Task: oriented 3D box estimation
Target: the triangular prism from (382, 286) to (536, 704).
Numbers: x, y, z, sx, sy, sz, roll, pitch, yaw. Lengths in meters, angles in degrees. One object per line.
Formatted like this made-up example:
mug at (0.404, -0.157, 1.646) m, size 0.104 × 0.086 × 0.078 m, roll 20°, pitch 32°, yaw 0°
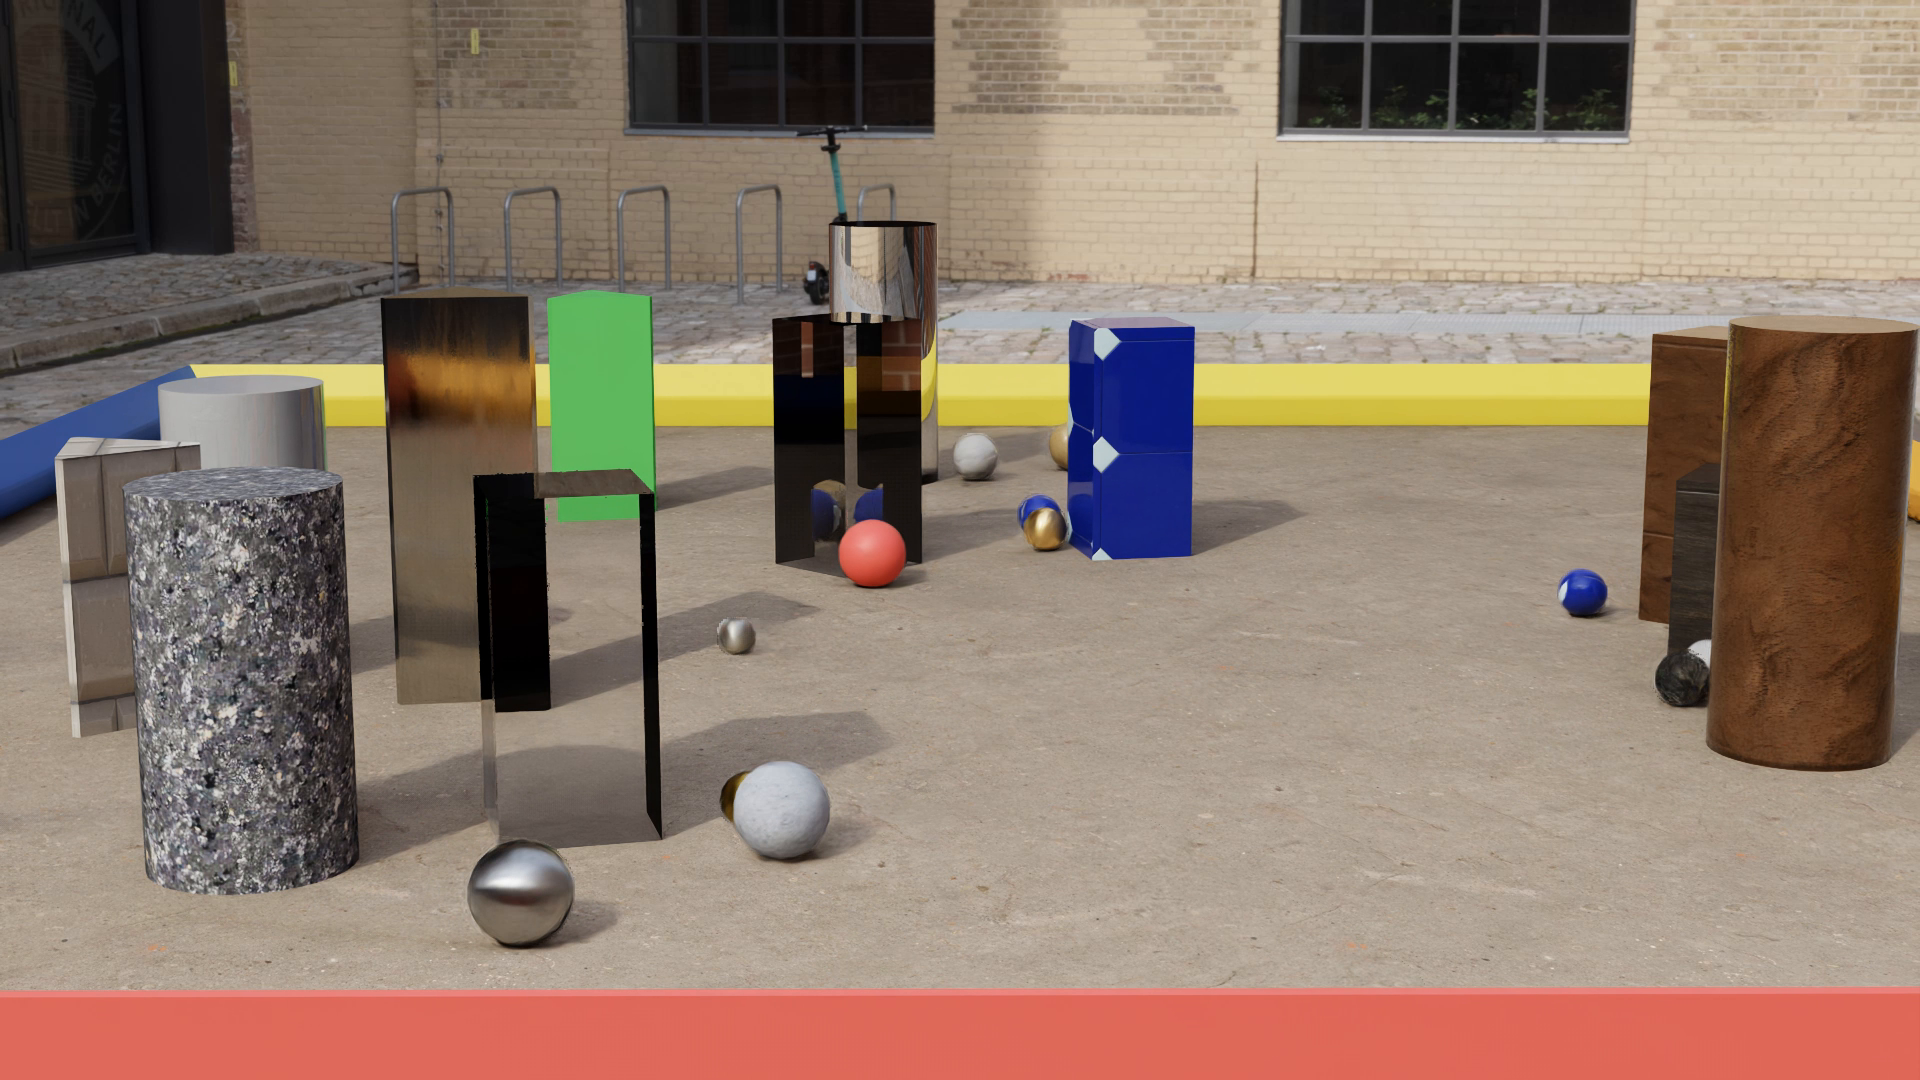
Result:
triangular prism at (-0.576, -0.056, 2.989) m, size 0.165 × 0.467 × 0.143 m, roll -2°, pitch 11°, yaw -9°

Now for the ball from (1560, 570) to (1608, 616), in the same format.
ball at (0.829, 0.070, 3.413) m, size 0.063 × 0.063 × 0.063 m, roll 0°, pitch 11°, yaw 0°

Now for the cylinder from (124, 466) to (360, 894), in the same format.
cylinder at (-0.652, 0.123, 2.335) m, size 0.190 × 0.354 × 0.190 m, roll 0°, pitch 11°, yaw 0°

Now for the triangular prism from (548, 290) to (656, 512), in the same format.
triangular prism at (-0.597, -0.229, 4.231) m, size 0.165 × 0.353 × 0.143 m, roll -3°, pitch 11°, yaw -14°

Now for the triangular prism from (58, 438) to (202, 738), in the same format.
triangular prism at (-0.954, 0.045, 2.882) m, size 0.165 × 0.308 × 0.143 m, roll -10°, pitch 14°, yaw -42°

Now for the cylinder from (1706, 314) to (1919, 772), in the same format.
cylinder at (0.901, -0.001, 2.720) m, size 0.190 × 0.457 × 0.190 m, roll 0°, pitch 11°, yaw 0°

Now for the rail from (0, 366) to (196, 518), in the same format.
rail at (-1.523, 0.033, 3.441) m, size 0.045 × 0.124 × 3.561 m, roll 0°, pitch 11°, yaw 0°

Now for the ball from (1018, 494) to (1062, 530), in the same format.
ball at (0.124, -0.036, 3.969) m, size 0.068 × 0.068 × 0.068 m, roll 0°, pitch 11°, yaw 0°

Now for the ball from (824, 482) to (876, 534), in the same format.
ball at (-0.172, -0.049, 4.005) m, size 0.081 × 0.081 × 0.081 m, roll 0°, pitch 11°, yaw 0°

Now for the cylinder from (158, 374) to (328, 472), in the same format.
cylinder at (-0.852, -0.012, 3.073) m, size 0.190 × 0.350 × 0.190 m, roll 0°, pitch 11°, yaw 0°

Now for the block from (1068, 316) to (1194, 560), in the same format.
block at (0.255, -0.155, 3.858) m, size 0.152 × 0.344 × 0.152 m, roll -2°, pitch 11°, yaw -12°

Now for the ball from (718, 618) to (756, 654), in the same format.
ball at (-0.278, 0.120, 3.193) m, size 0.045 × 0.045 × 0.045 m, roll 0°, pitch 11°, yaw 0°

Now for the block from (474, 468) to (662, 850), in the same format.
block at (-0.376, 0.111, 2.455) m, size 0.152 × 0.334 × 0.152 m, roll -3°, pitch 11°, yaw -15°

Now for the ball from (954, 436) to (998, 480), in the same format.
ball at (0.028, -0.145, 4.526) m, size 0.080 × 0.080 × 0.080 m, roll 0°, pitch 11°, yaw 0°

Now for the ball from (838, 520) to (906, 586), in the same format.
ball at (-0.123, 0.018, 3.605) m, size 0.095 × 0.095 × 0.095 m, roll 0°, pitch 11°, yaw 0°

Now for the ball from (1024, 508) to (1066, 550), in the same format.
ball at (0.129, -0.016, 3.874) m, size 0.065 × 0.065 × 0.065 m, roll 0°, pitch 11°, yaw 0°

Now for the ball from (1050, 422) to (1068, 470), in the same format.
ball at (0.206, -0.170, 4.636) m, size 0.089 × 0.089 × 0.089 m, roll 0°, pitch 11°, yaw 0°

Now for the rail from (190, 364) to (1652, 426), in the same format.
rail at (-0.010, -0.290, 5.177) m, size 3.093 × 0.124 × 0.045 m, roll 0°, pitch 11°, yaw 0°

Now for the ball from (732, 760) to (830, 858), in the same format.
ball at (-0.165, 0.250, 2.376) m, size 0.090 × 0.090 × 0.090 m, roll 0°, pitch 11°, yaw 0°

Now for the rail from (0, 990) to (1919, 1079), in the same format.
rail at (0.010, 0.353, 1.722) m, size 3.093 × 0.124 × 0.045 m, roll 0°, pitch 11°, yaw 0°

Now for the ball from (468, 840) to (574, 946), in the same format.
ball at (-0.367, 0.294, 2.143) m, size 0.088 × 0.088 × 0.088 m, roll 0°, pitch 11°, yaw 0°

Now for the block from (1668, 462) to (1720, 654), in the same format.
block at (0.952, 0.041, 3.090) m, size 0.152 × 0.239 × 0.152 m, roll 6°, pitch 12°, yaw 28°

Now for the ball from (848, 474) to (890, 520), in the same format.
ball at (-0.153, -0.064, 4.085) m, size 0.081 × 0.081 × 0.081 m, roll 0°, pitch 11°, yaw 0°

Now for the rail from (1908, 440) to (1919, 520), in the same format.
rail at (1.523, 0.030, 3.458) m, size 0.045 × 0.124 × 3.561 m, roll 0°, pitch 11°, yaw 0°

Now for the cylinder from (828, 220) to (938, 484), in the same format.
cylinder at (-0.134, -0.329, 4.501) m, size 0.190 × 0.449 × 0.190 m, roll 0°, pitch 11°, yaw 0°

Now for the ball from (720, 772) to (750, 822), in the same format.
ball at (-0.205, 0.250, 2.475) m, size 0.053 × 0.053 × 0.053 m, roll 0°, pitch 11°, yaw 0°

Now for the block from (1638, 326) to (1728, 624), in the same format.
block at (1.006, -0.081, 3.364) m, size 0.152 × 0.379 × 0.152 m, roll 10°, pitch 15°, yaw 44°

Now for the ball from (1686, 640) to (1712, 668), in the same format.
ball at (0.878, 0.147, 3.009) m, size 0.060 × 0.060 × 0.060 m, roll 0°, pitch 11°, yaw 0°

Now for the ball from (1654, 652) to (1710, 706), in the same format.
ball at (0.828, 0.159, 2.940) m, size 0.062 × 0.062 × 0.062 m, roll 0°, pitch 11°, yaw 0°

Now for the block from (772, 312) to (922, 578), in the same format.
block at (-0.164, -0.143, 3.742) m, size 0.152 × 0.361 × 0.152 m, roll 10°, pitch 15°, yaw 44°
